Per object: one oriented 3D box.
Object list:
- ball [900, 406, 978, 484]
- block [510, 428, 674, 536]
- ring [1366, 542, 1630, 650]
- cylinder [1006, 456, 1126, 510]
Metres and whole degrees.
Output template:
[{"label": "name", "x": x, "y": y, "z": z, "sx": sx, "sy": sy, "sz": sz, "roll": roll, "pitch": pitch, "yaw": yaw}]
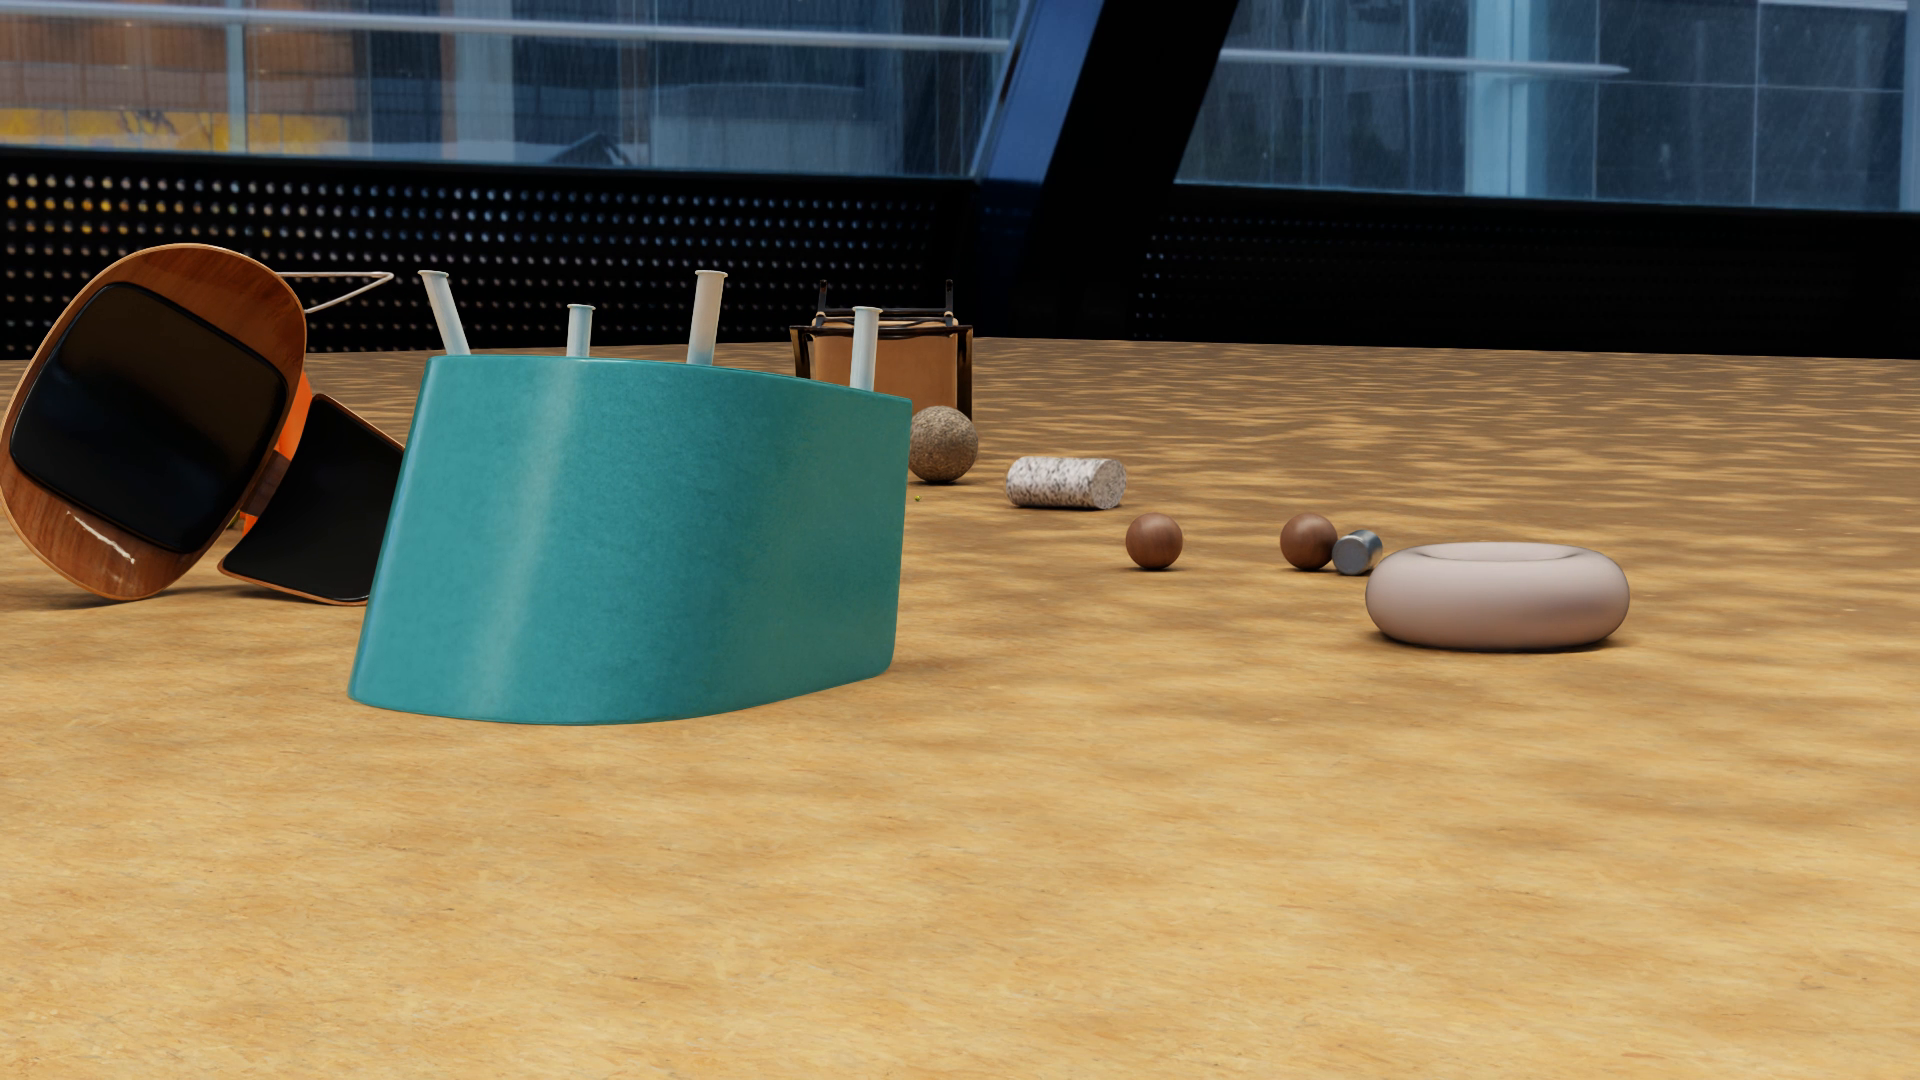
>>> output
[{"label": "ball", "x": -0.065, "y": -0.304, "z": 8.152, "sx": 0.248, "sy": 0.248, "sz": 0.248, "roll": 0, "pitch": 6, "yaw": 0}, {"label": "block", "x": -0.951, "y": -0.154, "z": 6.658, "sx": 0.343, "sy": 0.256, "sz": 0.272, "roll": 1, "pitch": 6, "yaw": 14}, {"label": "ring", "x": 0.975, "y": 0.101, "z": 4.658, "sx": 0.478, "sy": 0.163, "sz": 0.404, "roll": -1, "pitch": 7, "yaw": -6}, {"label": "cylinder", "x": 0.304, "y": -0.164, "z": 7.321, "sx": 0.263, "sy": 0.140, "sz": 0.261, "roll": 3, "pitch": 9, "yaw": 26}]
